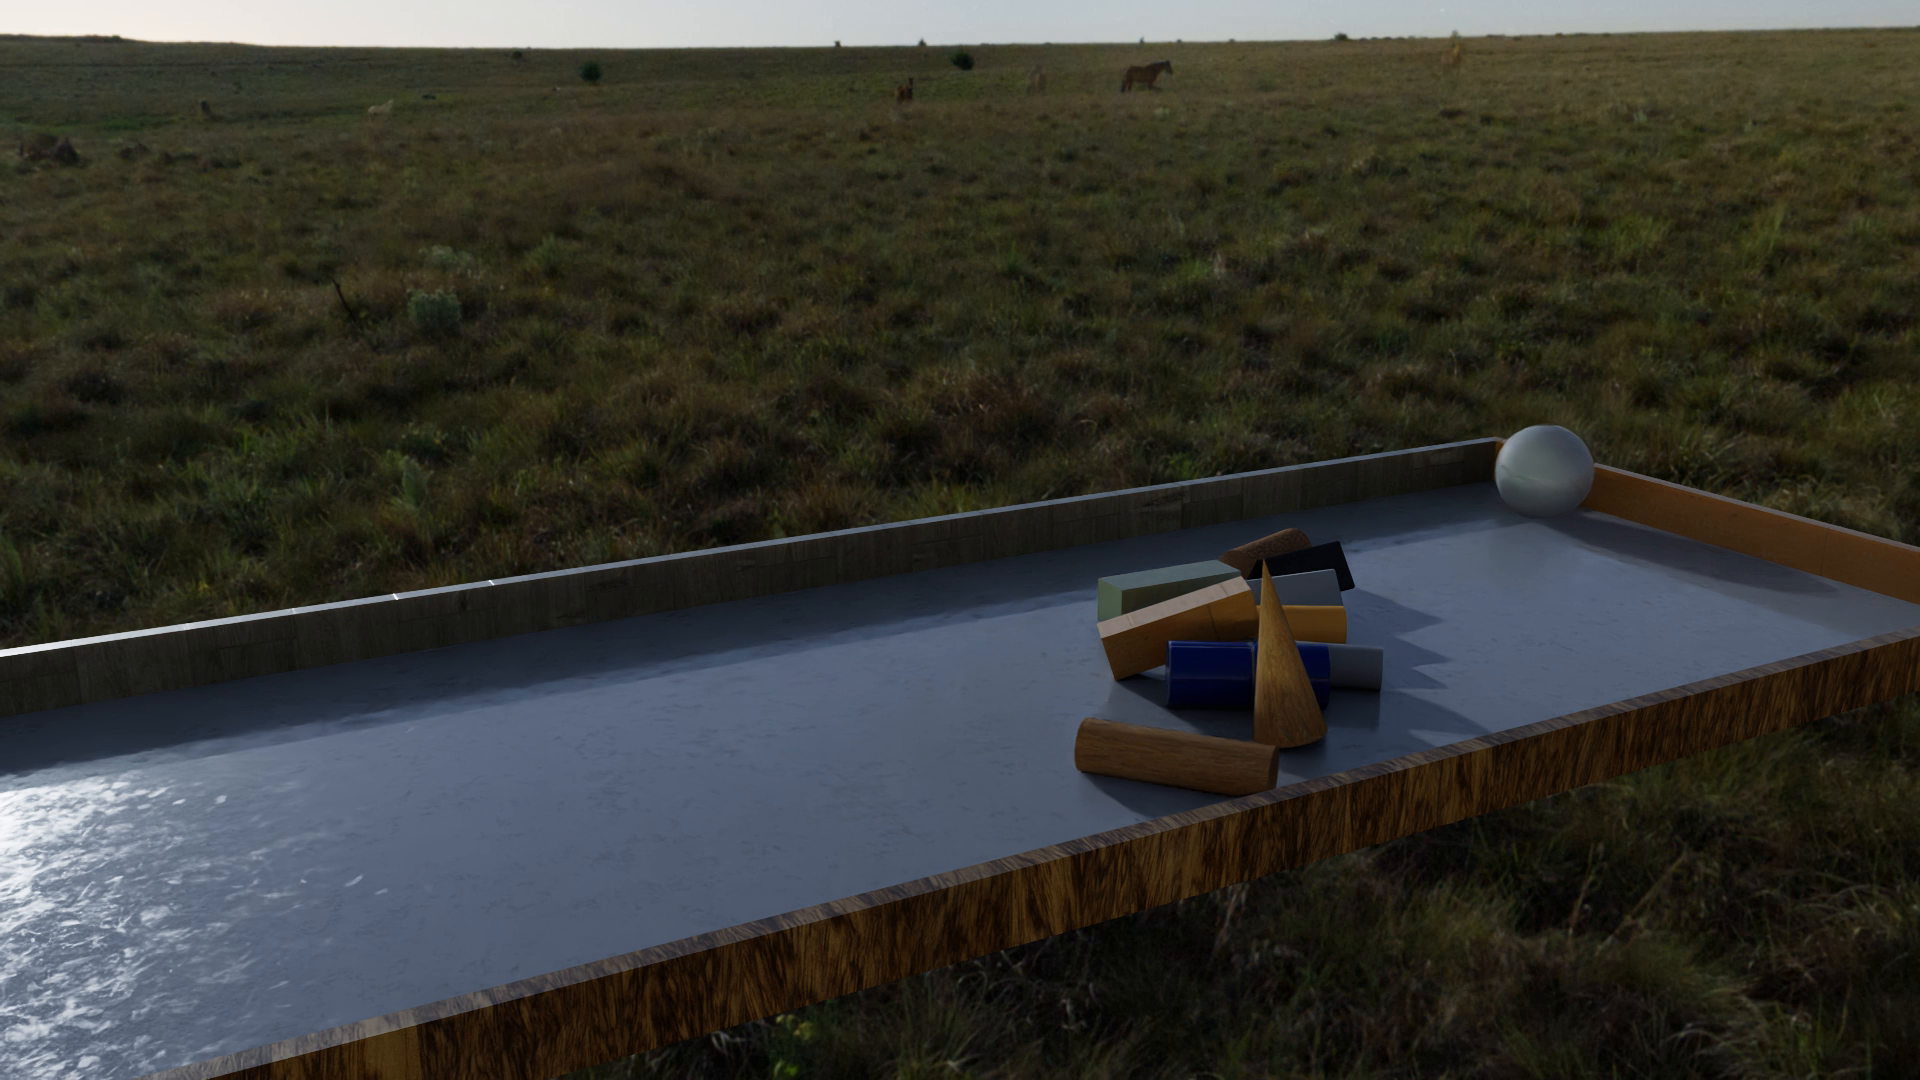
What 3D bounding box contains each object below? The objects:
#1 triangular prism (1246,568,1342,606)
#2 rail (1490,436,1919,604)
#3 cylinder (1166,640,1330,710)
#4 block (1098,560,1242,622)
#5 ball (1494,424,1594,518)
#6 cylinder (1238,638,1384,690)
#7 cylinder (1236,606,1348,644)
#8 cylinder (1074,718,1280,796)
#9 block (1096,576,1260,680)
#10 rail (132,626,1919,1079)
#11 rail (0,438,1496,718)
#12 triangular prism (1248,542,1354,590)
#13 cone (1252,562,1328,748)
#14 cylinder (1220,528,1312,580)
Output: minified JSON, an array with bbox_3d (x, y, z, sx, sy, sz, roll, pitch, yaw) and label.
[{"bbox_3d":[0.866,0.163,4.553,0.383,0.131,0.152,-6,18,-21],"label":"triangular prism"},{"bbox_3d":[2.466,-0.048,5.253,0.050,0.150,2.100,-9,18,-27],"label":"rail"},{"bbox_3d":[0.688,0.325,3.969,0.376,0.159,0.159,1,16,3],"label":"cylinder"},{"bbox_3d":[0.586,0.155,4.612,0.392,0.122,0.122,-8,18,-25],"label":"block"},{"bbox_3d":[1.976,-0.233,5.581,0.319,0.319,0.319,0,16,0],"label":"ball"},{"bbox_3d":[0.872,0.307,4.120,0.352,0.107,0.107,4,17,12],"label":"cylinder"},{"bbox_3d":[0.797,0.229,4.381,0.436,0.111,0.111,0,16,1],"label":"cylinder"},{"bbox_3d":[0.465,0.469,3.550,0.421,0.117,0.117,7,18,21],"label":"cylinder"},{"bbox_3d":[0.554,0.222,4.175,0.389,0.118,0.118,-19,15,3],"label":"block"},{"bbox_3d":[-2.336,1.006,1.665,12.000,0.150,0.050,-9,18,-27],"label":"rail"},{"bbox_3d":[-3.305,0.497,3.399,12.000,0.150,0.050,-9,18,-27],"label":"rail"},{"bbox_3d":[0.987,0.090,4.812,0.332,0.126,0.145,-11,20,-34],"label":"triangular prism"},{"bbox_3d":[0.718,0.240,3.739,0.173,0.424,0.173,-10,13,3],"label":"cone"},{"bbox_3d":[0.914,0.058,4.935,0.126,0.126,0.318,15,22,40],"label":"cylinder"}]
